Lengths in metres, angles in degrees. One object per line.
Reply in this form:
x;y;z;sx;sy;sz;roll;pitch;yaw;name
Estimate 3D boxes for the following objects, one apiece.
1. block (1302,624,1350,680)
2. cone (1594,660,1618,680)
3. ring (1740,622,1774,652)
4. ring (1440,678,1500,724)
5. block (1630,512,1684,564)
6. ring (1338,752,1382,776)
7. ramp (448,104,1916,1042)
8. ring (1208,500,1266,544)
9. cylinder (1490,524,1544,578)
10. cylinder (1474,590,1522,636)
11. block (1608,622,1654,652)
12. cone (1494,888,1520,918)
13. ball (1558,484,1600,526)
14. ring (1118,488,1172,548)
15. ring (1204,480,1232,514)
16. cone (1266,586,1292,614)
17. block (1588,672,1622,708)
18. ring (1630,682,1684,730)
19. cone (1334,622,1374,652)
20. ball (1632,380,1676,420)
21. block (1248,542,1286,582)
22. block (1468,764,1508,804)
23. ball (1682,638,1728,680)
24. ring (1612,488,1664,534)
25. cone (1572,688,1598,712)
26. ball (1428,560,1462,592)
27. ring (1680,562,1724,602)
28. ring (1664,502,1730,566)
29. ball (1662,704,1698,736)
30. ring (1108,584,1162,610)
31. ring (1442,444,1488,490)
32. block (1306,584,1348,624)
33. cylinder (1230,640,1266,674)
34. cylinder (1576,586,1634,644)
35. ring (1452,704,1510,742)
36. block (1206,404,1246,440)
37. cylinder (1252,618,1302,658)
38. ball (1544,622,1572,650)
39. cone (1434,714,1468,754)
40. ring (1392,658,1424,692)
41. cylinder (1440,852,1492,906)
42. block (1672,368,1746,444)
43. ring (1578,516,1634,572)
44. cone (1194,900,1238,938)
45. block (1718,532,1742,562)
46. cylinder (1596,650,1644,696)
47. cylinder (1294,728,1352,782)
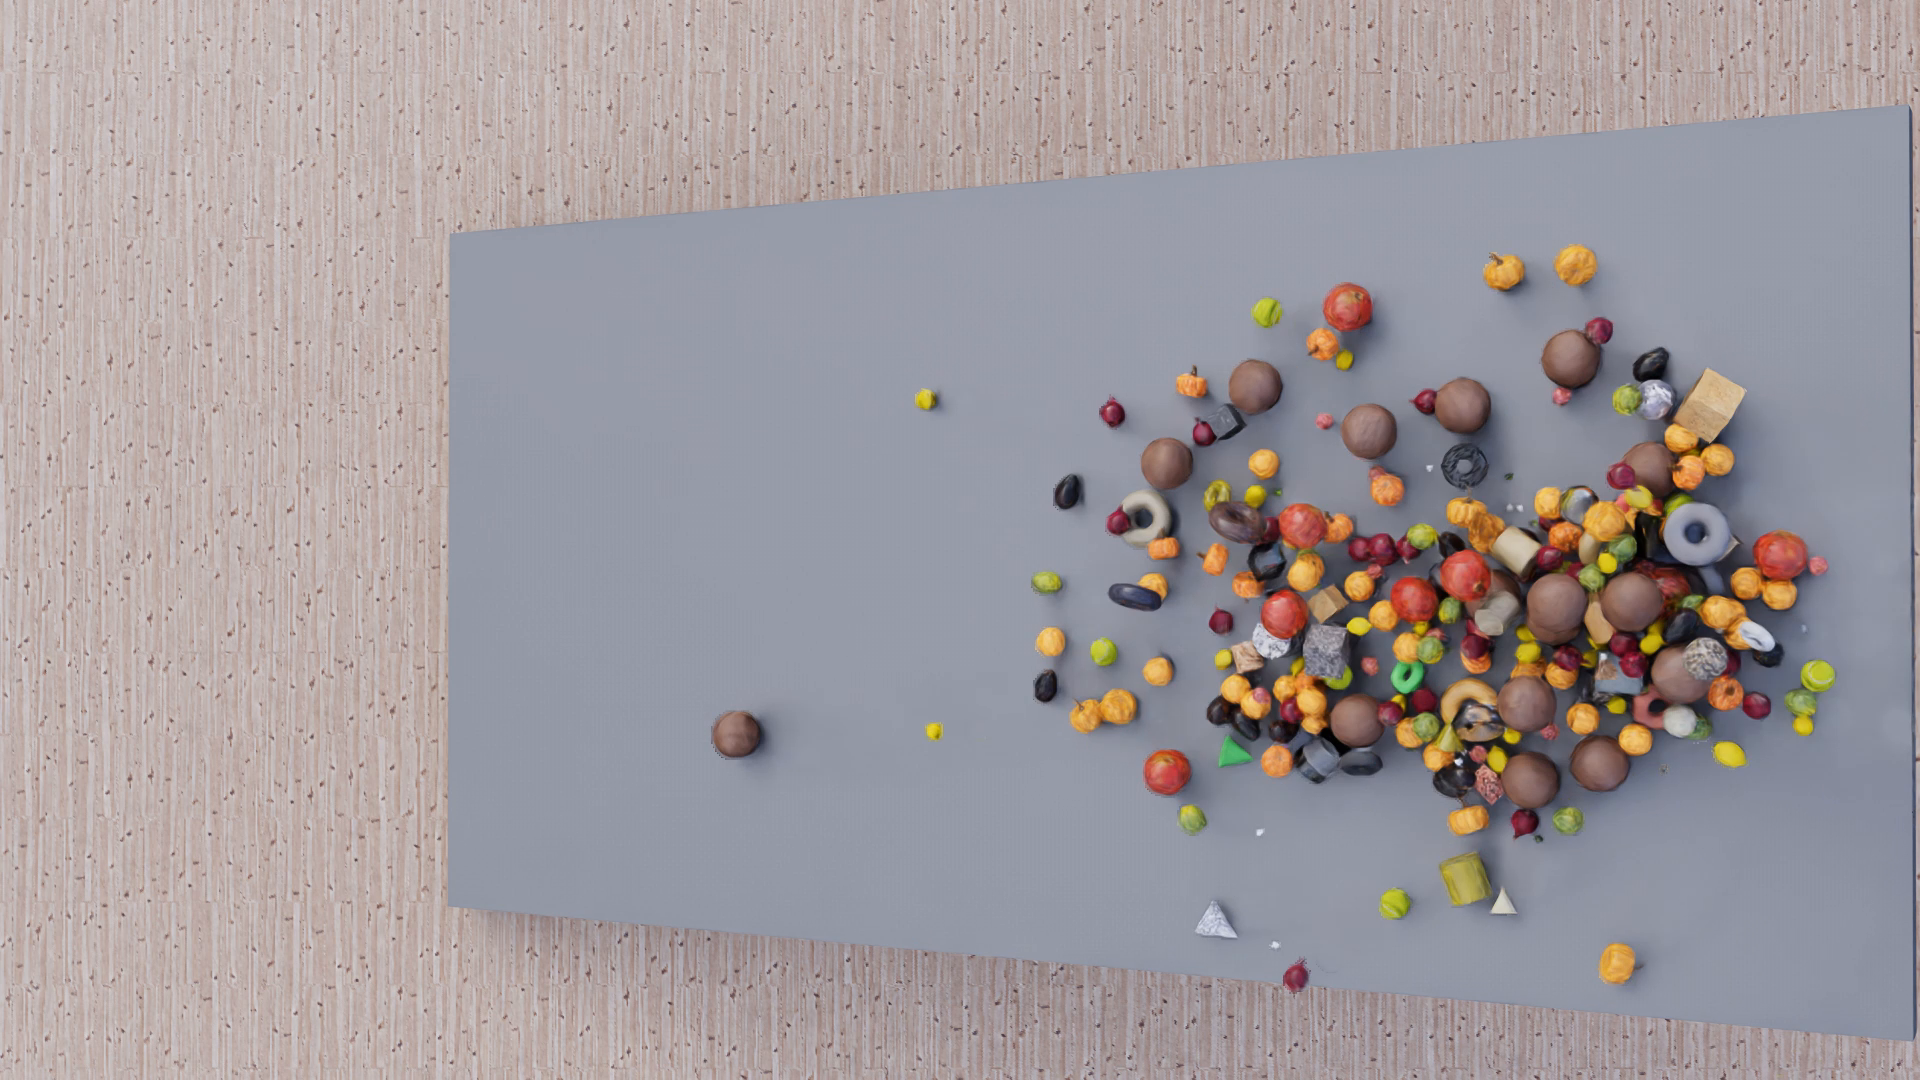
0.858;0.260;5.142;0.086;0.086;0.086;6;128;23;block
1.402;0.295;4.813;0.051;0.051;0.051;14;55;-21;cone
1.695;0.206;4.678;0.081;0.081;0.027;45;80;0;ring
1.184;0.391;5.101;0.142;0.047;0.142;-1;88;29;ring
1.536;-0.004;4.789;0.098;0.098;0.098;5;96;-16;block
0.938;0.523;5.147;0.101;0.101;0.034;7;62;0;ring
0.278;0.078;5.658;4.000;0.100;2.000;0;89;27;ramp
0.661;-0.043;5.237;0.143;0.143;0.048;15;122;0;ring
1.255;0.025;4.954;0.085;0.085;0.085;40;89;24;cylinder
1.205;0.164;4.925;0.075;0.075;0.075;-39;89;-29;cylinder
1.501;0.230;4.923;0.062;0.062;0.062;-42;72;31;block
1.249;0.828;5.057;0.061;0.061;0.061;-14;64;0;cone
1.366;-0.077;4.853;0.090;0.090;0.090;0;89;0;ball
0.460;-0.053;5.481;0.148;0.049;0.148;-1;89;26;ring
0.627;-0.104;5.352;0.030;0.091;0.091;15;89;-28;ring
0.753;0.135;5.301;0.072;0.072;0.072;-16;63;34;cone
1.448;0.336;4.937;0.064;0.064;0.064;6;77;8;block
1.552;0.370;4.895;0.114;0.038;0.114;2;111;4;ring
0.946;0.218;5.232;0.084;0.084;0.084;-23;89;-2;cone
1.545;-0.312;4.896;0.091;0.091;0.091;0;89;0;ball
0.739;0.052;5.297;0.063;0.063;0.063;-10;54;-18;block
1.215;0.561;5.059;0.055;0.055;0.055;-45;122;4;block
1.567;0.251;4.624;0.091;0.091;0.091;0;89;0;ball
1.523;-0.060;4.934;0.114;0.038;0.114;-1;87;27;ring
1.408;0.376;4.996;0.059;0.059;0.059;16;57;-25;cone
1.128;0.085;5.117;0.075;0.075;0.075;0;89;0;ball
1.630;0.083;4.833;0.040;0.120;0.120;-31;89;-11;ring
1.569;-0.014;4.683;0.139;0.046;0.139;-3;85;28;ring
1.575;0.394;4.815;0.073;0.073;0.073;0;89;0;ball
0.428;0.140;5.385;0.136;0.136;0.045;14;81;0;ring
1.162;-0.170;5.062;0.105;0.035;0.105;1;94;18;ring
0.867;0.151;5.193;0.060;0.060;0.060;-44;75;34;block
0.700;0.284;5.341;0.069;0.069;0.069;-15;82;0;cylinder
1.424;0.165;4.853;0.095;0.095;0.095;-27;94;0;cylinder
1.186;0.417;5.015;0.129;0.129;0.043;2;55;0;ring
0.650;-0.288;5.377;0.062;0.062;0.062;-37;74;22;block
0.765;0.236;5.293;0.095;0.095;0.095;0;89;27;cylinder
1.361;0.218;5.002;0.062;0.062;0.062;0;89;0;ball
1.134;0.437;5.071;0.080;0.080;0.080;-2;117;0;cone
1.052;0.317;5.164;0.029;0.087;0.087;26;89;-35;ring
1.167;0.781;5.073;0.094;0.094;0.094;-20;87;0;cylinder
1.633;-0.293;4.794;0.096;0.096;0.096;33;60;10;block
1.420;0.008;4.837;0.135;0.045;0.135;-12;124;-19;ring
0.637;0.944;5.364;0.099;0.099;0.099;31;89;11;cone
1.675;0.007;4.841;0.061;0.061;0.061;46;108;20;block
1.457;0.293;4.861;0.094;0.094;0.094;4;89;12;cylinder
0.862;0.512;5.227;0.095;0.095;0.095;43;126;0;cylinder
